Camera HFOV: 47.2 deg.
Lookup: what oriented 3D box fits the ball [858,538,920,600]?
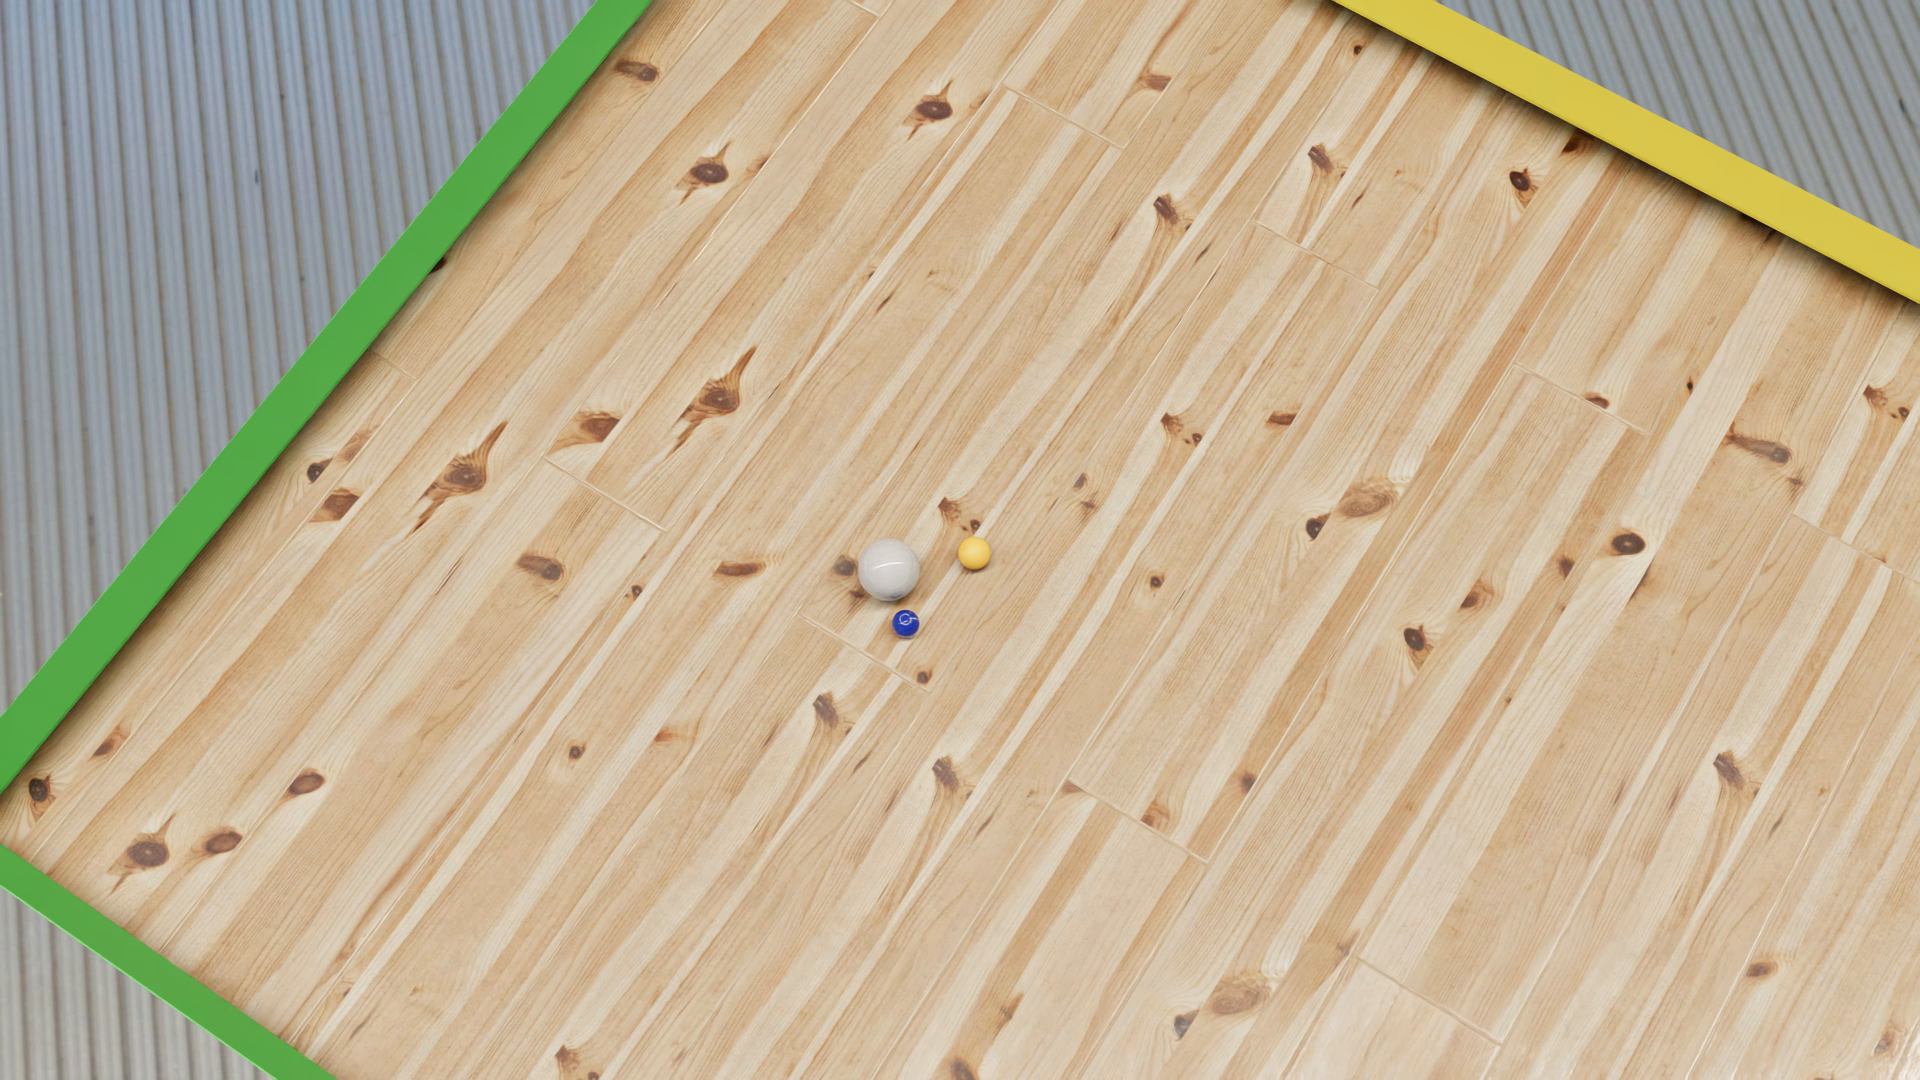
[{"bbox_3d":[-0.112,0.046,3.441,0.098,0.098,0.098,0,69,0],"label":"ball"}]

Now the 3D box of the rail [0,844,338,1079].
[{"bbox_3d":[0.217,1.453,2.871,4.123,0.128,0.045,31,72,11],"label":"rail"}]

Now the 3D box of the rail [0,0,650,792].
[{"bbox_3d":[-0.849,-0.517,3.646,0.045,0.128,2.465,31,72,11],"label":"rail"}]

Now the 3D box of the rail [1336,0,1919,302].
[{"bbox_3d":[1.520,-0.443,3.616,4.123,0.128,0.045,31,72,11],"label":"rail"}]

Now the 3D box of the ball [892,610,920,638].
[{"bbox_3d":[-0.085,0.131,3.437,0.044,0.044,0.044,0,69,0],"label":"ball"}]

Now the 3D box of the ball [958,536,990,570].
[{"bbox_3d":[0.023,0.021,3.476,0.052,0.052,0.052,0,69,0],"label":"ball"}]
